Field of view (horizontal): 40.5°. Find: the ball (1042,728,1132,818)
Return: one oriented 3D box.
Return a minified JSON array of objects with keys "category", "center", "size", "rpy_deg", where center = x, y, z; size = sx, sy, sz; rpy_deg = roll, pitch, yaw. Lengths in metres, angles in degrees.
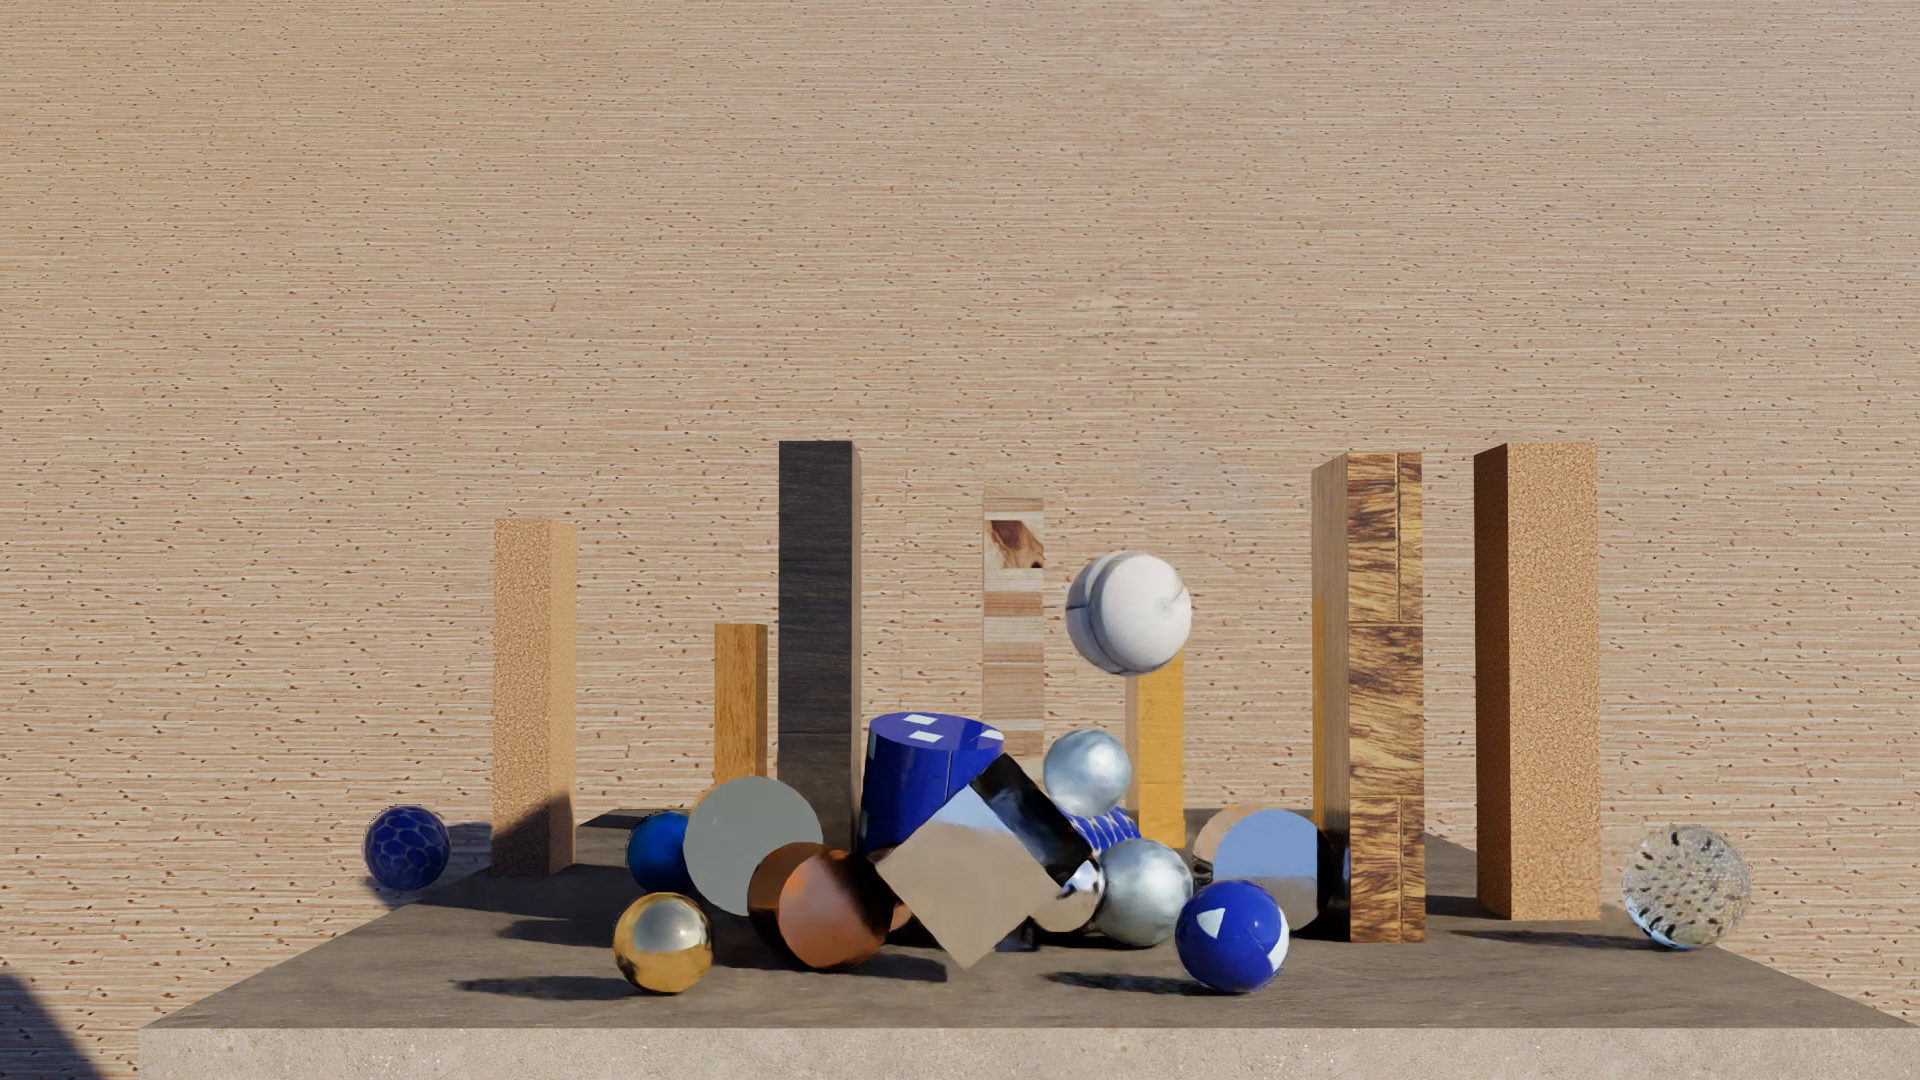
[{"category":"ball","center":[0.166,0.305,3.403],"size":[0.117,0.117,0.117],"rpy_deg":[0,37,0]}]

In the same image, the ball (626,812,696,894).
[{"category":"ball","center":[-0.499,0.540,4.462],"size":[0.144,0.144,0.144],"rpy_deg":[0,37,0]}]

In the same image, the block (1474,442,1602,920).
[{"category":"block","center":[0.933,0.226,4.215],"size":[0.141,0.749,0.271],"rpy_deg":[0,-2,0]}]

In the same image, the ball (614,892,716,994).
[{"category":"ball","center":[-0.364,0.496,3.204],"size":[0.126,0.126,0.126],"rpy_deg":[0,37,0]}]

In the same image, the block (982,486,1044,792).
[{"category":"block","center":[0.083,0.263,4.206],"size":[0.092,0.677,0.406],"rpy_deg":[0,-2,0]}]

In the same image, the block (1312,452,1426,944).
[{"category":"block","center":[0.618,0.235,3.968],"size":[0.108,0.711,0.392],"rpy_deg":[0,-2,0]}]

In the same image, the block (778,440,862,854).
[{"category":"block","center":[-0.212,0.227,3.987],"size":[0.108,0.730,0.375],"rpy_deg":[0,-2,0]}]

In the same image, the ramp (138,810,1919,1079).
[{"category":"ramp","center":[0.081,0.681,4.908],"size":[2.000,0.100,4.000],"rpy_deg":[0,-2,0]}]

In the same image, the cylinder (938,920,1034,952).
[{"category":"cylinder","center":[0.036,0.511,3.713],"size":[0.138,0.138,0.138],"rpy_deg":[0,-2,0]}]

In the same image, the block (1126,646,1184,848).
[{"category":"block","center":[0.429,0.396,5.766],"size":[0.097,0.541,0.435],"rpy_deg":[0,-2,0]}]

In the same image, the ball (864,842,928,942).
[{"category":"ball","center":[-0.086,0.511,3.784],"size":[0.145,0.145,0.145],"rpy_deg":[0,37,0]}]

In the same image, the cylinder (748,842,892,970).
[{"category":"cylinder","center":[-0.190,0.493,3.511],"size":[0.158,0.158,0.158],"rpy_deg":[-15,3,-19]}]

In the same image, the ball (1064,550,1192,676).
[{"category":"ball","center":[0.172,0.074,2.659],"size":[0.130,0.130,0.130],"rpy_deg":[0,37,0]}]

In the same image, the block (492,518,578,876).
[{"category":"block","center":[-0.821,0.301,5.033],"size":[0.107,0.669,0.327],"rpy_deg":[0,-2,0]}]

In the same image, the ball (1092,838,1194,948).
[{"category":"ball","center":[0.256,0.502,3.706],"size":[0.155,0.155,0.155],"rpy_deg":[0,37,0]}]

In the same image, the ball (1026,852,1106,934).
[{"category":"ball","center":[0.138,0.481,3.627],"size":[0.132,0.132,0.132],"rpy_deg":[0,37,0]}]

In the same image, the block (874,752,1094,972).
[{"category":"block","center":[0.033,0.412,3.356],"size":[0.174,0.174,0.174],"rpy_deg":[48,19,4]}]

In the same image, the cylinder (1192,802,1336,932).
[{"category":"cylinder","center":[0.460,0.498,3.960],"size":[0.186,0.186,0.186],"rpy_deg":[-3,-2,-4]}]

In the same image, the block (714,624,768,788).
[{"category":"block","center":[-0.515,0.440,6.132],"size":[0.095,0.483,0.365],"rpy_deg":[0,-2,0]}]

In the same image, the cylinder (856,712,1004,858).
[{"category":"cylinder","center":[-0.046,0.387,3.935],"size":[0.204,0.204,0.204],"rpy_deg":[6,11,-1]}]

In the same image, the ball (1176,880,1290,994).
[{"category":"ball","center":[0.336,0.489,3.211],"size":[0.140,0.140,0.140],"rpy_deg":[0,37,0]}]

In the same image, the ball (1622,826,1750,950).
[{"category":"ball","center":[1.028,0.492,3.688],"size":[0.175,0.175,0.175],"rpy_deg":[0,37,0]}]

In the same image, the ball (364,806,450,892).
[{"category":"ball","center":[-0.981,0.547,4.617],"size":[0.151,0.151,0.151],"rpy_deg":[0,37,0]}]

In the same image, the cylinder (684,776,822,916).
[{"category":"cylinder","center":[-0.295,0.432,3.683],"size":[0.193,0.193,0.193],"rpy_deg":[-5,-5,-7]}]

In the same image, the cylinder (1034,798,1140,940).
[{"category":"cylinder","center":[0.137,0.484,3.852],"size":[0.204,0.204,0.204],"rpy_deg":[26,12,31]}]
